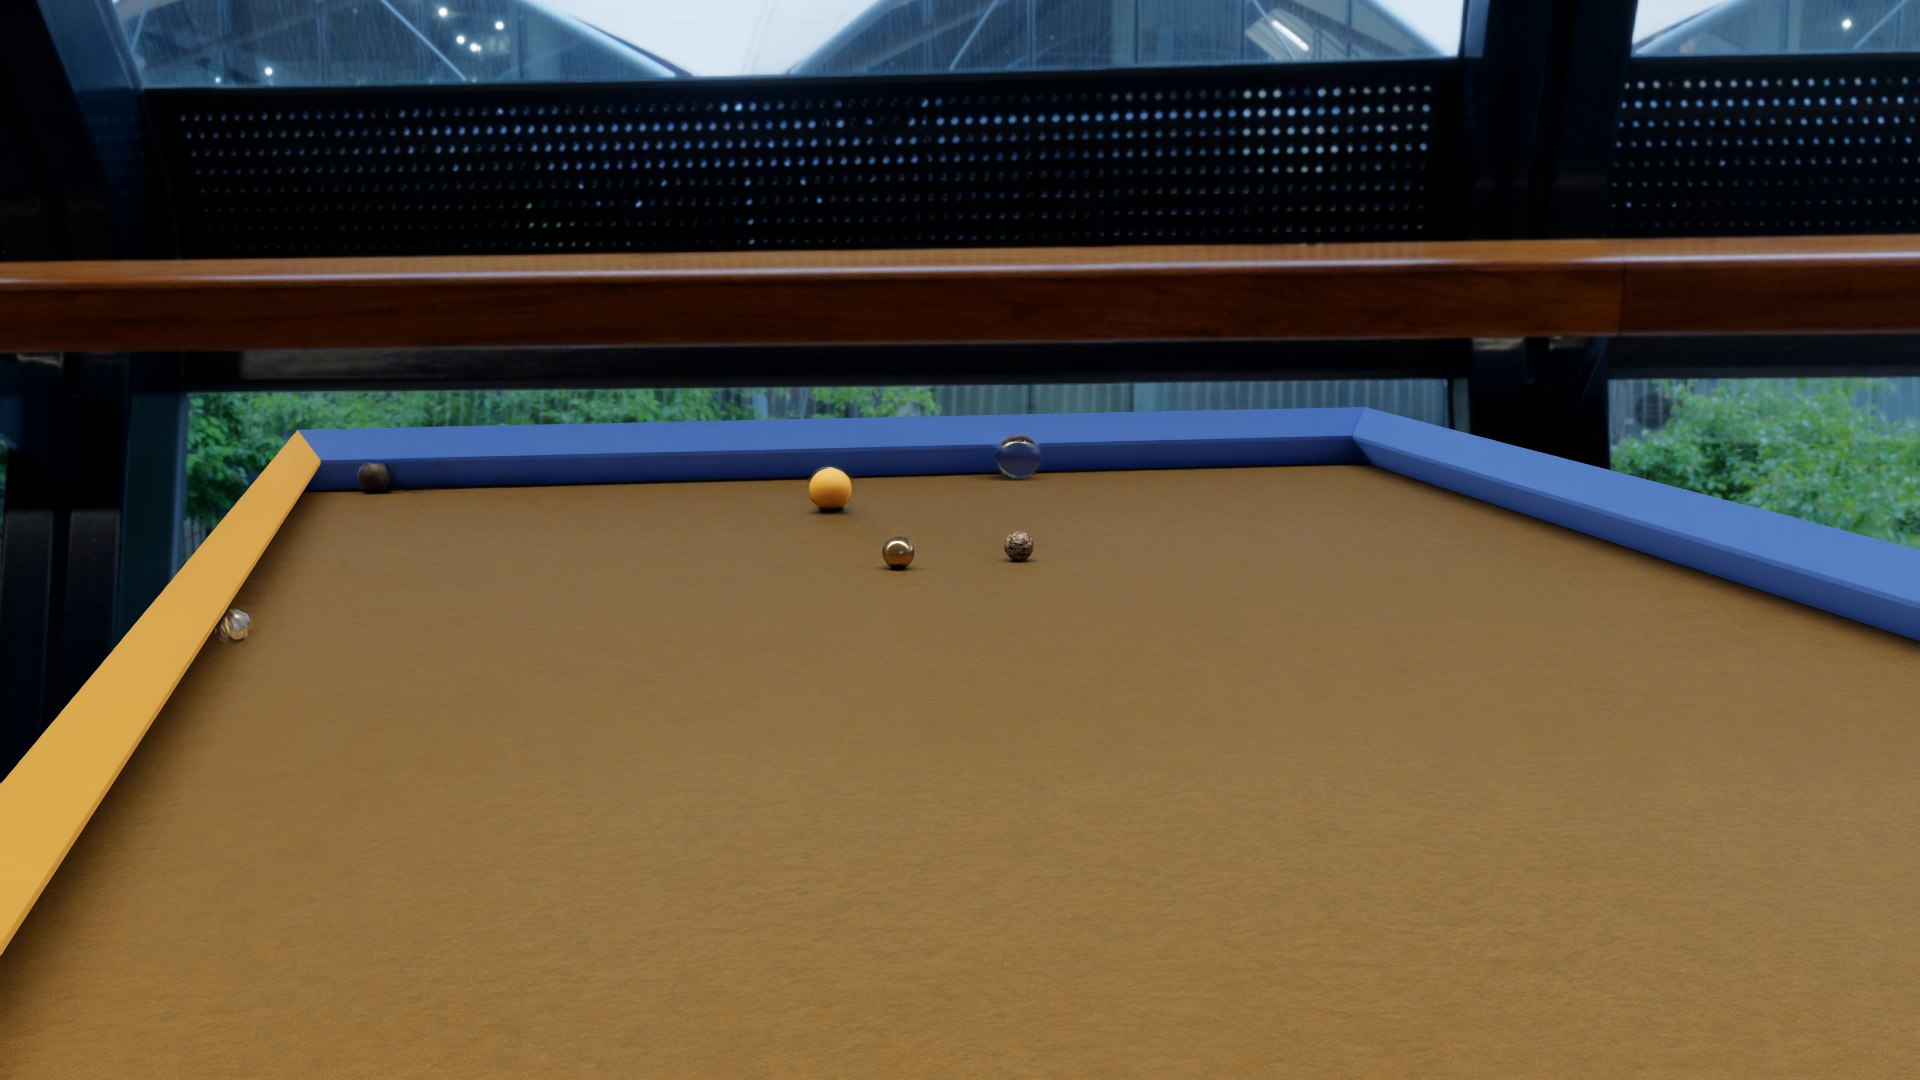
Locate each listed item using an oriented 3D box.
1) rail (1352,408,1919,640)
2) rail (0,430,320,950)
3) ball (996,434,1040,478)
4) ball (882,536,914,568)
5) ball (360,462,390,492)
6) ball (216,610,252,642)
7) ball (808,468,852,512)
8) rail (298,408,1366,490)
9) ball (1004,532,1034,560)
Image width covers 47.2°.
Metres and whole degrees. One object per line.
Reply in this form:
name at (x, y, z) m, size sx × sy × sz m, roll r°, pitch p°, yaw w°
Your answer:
rail at (1.242, 0.099, 2.643) m, size 0.045 × 0.114 × 4.098 m, roll -2°, pitch 9°, yaw -11°
rail at (-0.830, 0.166, 2.223) m, size 0.045 × 0.114 × 4.098 m, roll -2°, pitch 9°, yaw -11°
ball at (0.115, -0.167, 4.375) m, size 0.088 × 0.088 × 0.088 m, roll 0°, pitch 9°, yaw 0°
ball at (-0.094, 0.019, 3.346) m, size 0.049 × 0.049 × 0.049 m, roll 0°, pitch 9°, yaw 0°
ball at (-1.110, -0.119, 4.174) m, size 0.057 × 0.057 × 0.057 m, roll 0°, pitch 9°, yaw 0°
ball at (-0.925, 0.110, 2.804) m, size 0.043 × 0.043 × 0.043 m, roll 0°, pitch 9°, yaw 0°
ball at (-0.232, -0.090, 3.937) m, size 0.077 × 0.077 × 0.077 m, roll 0°, pitch 9°, yaw 0°
rail at (-0.201, -0.184, 4.392) m, size 2.162 × 0.114 × 0.045 m, roll -2°, pitch 9°, yaw -11°
ball at (0.092, 0.009, 3.418) m, size 0.046 × 0.046 × 0.046 m, roll 0°, pitch 9°, yaw 0°
